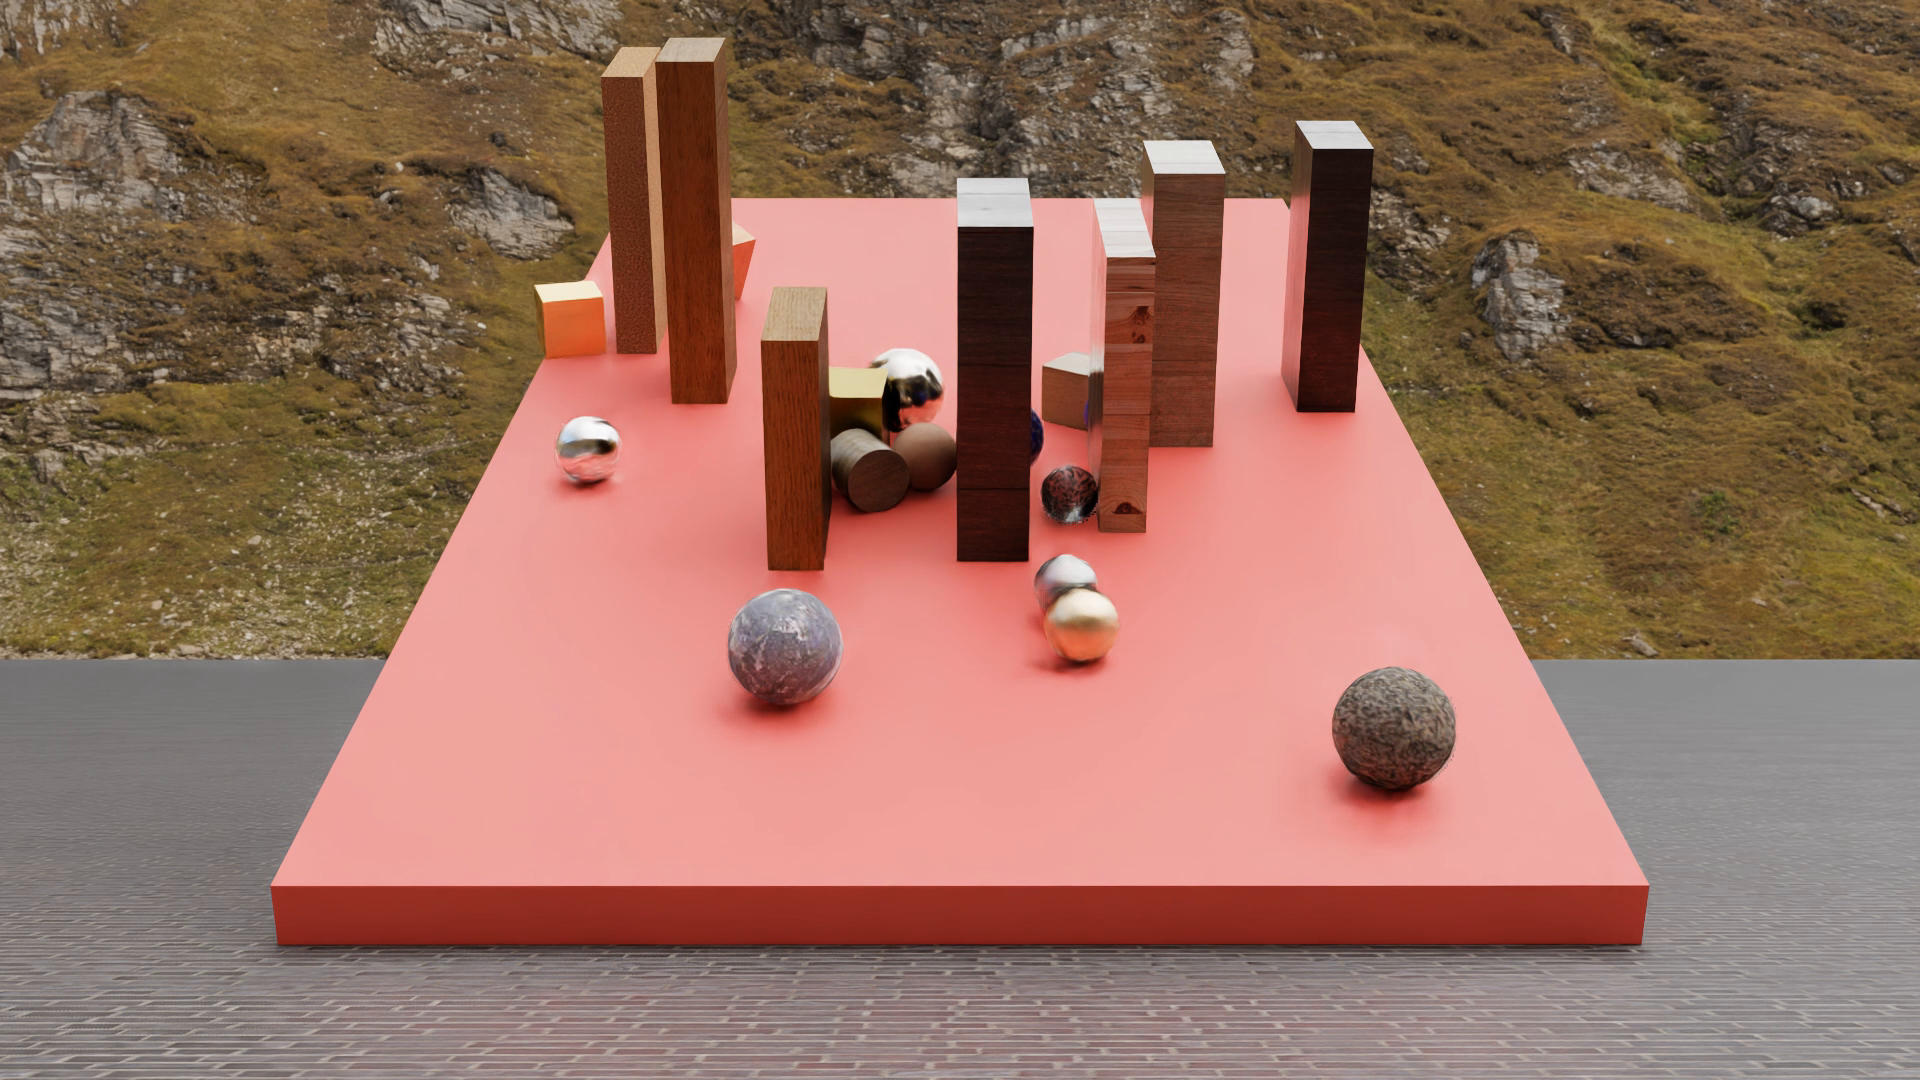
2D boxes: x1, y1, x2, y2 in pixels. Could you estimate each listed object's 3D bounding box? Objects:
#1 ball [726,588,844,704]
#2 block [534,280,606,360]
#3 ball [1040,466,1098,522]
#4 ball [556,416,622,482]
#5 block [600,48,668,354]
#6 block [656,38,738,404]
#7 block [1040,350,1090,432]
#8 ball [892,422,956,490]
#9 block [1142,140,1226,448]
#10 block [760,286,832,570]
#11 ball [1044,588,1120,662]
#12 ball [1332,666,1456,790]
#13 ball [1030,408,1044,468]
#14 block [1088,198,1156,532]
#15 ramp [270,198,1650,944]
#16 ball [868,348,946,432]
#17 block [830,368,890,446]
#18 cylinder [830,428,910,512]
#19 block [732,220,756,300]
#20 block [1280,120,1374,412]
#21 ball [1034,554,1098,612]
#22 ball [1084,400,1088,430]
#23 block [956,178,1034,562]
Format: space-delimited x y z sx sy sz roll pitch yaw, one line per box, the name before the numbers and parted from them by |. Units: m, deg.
ball | -0.293 0.178 3.864 0.195 0.195 0.195 0 -3 0
block | -0.953 -0.538 5.637 0.146 0.146 0.146 -7 24 -17
ball | 0.219 -0.092 4.616 0.115 0.115 0.115 0 -3 0
ball | -0.775 -0.190 4.815 0.139 0.139 0.139 0 -3 0
block | -0.788 -0.836 5.665 0.097 0.675 0.365 0 23 0
block | -0.597 -0.726 5.263 0.127 0.783 0.278 0 23 0
block | 0.274 -0.335 5.176 0.131 0.131 0.131 16 27 33
ball | -0.074 -0.173 4.774 0.142 0.142 0.142 0 -3 0
block | 0.477 -0.540 5.052 0.148 0.607 0.300 0 23 0
block | -0.314 -0.220 4.473 0.105 0.460 0.348 0 23 0
ball | 0.212 0.148 4.021 0.131 0.131 0.131 0 -3 0
ball | 0.677 0.293 3.597 0.191 0.191 0.191 0 -3 0
ball | 0.087 -0.215 4.828 0.179 0.179 0.179 0 -3 0
block | 0.322 -0.360 4.676 0.093 0.565 0.444 0 23 0
ramp | -0.007 -0.224 5.210 2.000 0.100 4.000 0 23 0
ball | -0.125 -0.326 5.034 0.186 0.186 0.186 0 -3 0
block | -0.253 -0.242 4.873 0.192 0.192 0.192 1 23 2
cylinder | -0.193 -0.143 4.709 0.135 0.135 0.135 1 20 -27
block | -0.677 -0.731 5.979 0.185 0.185 0.185 39 40 25
block | 0.831 -0.623 5.251 0.132 0.607 0.275 0 23 0
ball | 0.192 0.086 4.189 0.117 0.117 0.117 0 -3 0
ball | 0.335 -0.273 5.026 0.134 0.134 0.134 0 -3 0
block | 0.063 -0.334 4.484 0.138 0.662 0.364 0 23 0
